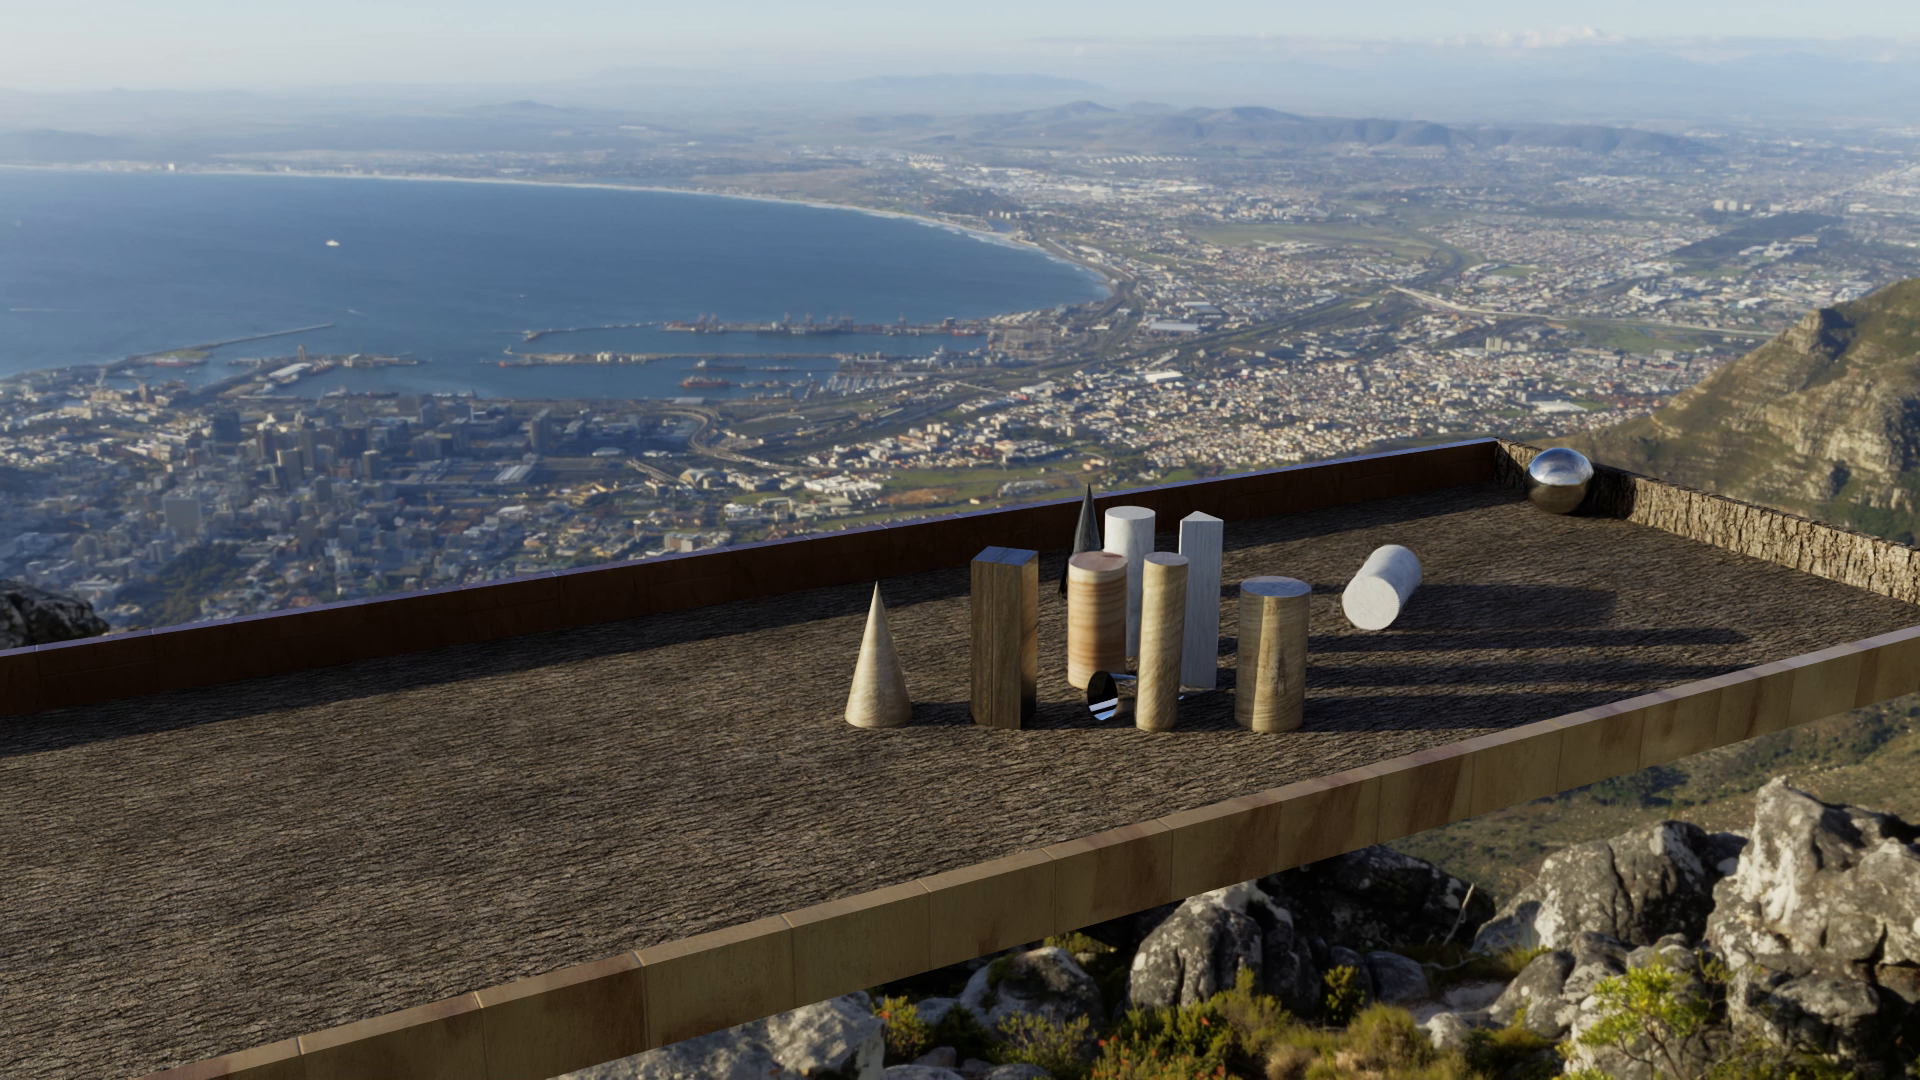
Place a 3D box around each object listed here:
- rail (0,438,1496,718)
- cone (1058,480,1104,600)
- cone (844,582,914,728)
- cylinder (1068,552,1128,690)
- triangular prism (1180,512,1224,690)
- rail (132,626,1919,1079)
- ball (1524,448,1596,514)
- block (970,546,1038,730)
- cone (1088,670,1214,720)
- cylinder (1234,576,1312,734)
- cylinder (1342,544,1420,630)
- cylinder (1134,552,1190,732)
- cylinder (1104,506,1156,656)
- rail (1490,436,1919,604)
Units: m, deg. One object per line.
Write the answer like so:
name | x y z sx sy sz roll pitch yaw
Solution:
rail | -3.305 0.497 3.399 12.000 0.150 0.050 -9 18 -27
cone | 0.369 -0.007 4.771 0.168 0.342 0.168 0 16 0
cone | -0.193 0.256 3.885 0.165 0.337 0.165 0 16 0
cylinder | 0.341 0.202 4.096 0.145 0.316 0.145 -1 19 0
triangular prism | 0.583 0.149 4.077 0.103 0.434 0.089 0 16 0
rail | -2.336 1.006 1.665 12.000 0.150 0.050 -9 18 -27
ball | 2.050 -0.202 5.637 0.228 0.228 0.228 0 16 0
block | 0.104 0.229 3.863 0.123 0.402 0.123 6 17 19
cone | 0.486 0.369 3.996 0.357 0.117 0.117 1 14 -33
cylinder | 0.730 0.267 3.859 0.161 0.332 0.161 0 16 0
cylinder | 1.189 0.130 4.640 0.154 0.154 0.332 7 18 24
cylinder | 0.465 0.237 3.818 0.102 0.408 0.102 2 18 -1
cylinder | 0.441 0.108 4.326 0.130 0.373 0.130 0 16 0
rail | 2.466 -0.048 5.253 0.050 0.150 2.100 -9 18 -27
